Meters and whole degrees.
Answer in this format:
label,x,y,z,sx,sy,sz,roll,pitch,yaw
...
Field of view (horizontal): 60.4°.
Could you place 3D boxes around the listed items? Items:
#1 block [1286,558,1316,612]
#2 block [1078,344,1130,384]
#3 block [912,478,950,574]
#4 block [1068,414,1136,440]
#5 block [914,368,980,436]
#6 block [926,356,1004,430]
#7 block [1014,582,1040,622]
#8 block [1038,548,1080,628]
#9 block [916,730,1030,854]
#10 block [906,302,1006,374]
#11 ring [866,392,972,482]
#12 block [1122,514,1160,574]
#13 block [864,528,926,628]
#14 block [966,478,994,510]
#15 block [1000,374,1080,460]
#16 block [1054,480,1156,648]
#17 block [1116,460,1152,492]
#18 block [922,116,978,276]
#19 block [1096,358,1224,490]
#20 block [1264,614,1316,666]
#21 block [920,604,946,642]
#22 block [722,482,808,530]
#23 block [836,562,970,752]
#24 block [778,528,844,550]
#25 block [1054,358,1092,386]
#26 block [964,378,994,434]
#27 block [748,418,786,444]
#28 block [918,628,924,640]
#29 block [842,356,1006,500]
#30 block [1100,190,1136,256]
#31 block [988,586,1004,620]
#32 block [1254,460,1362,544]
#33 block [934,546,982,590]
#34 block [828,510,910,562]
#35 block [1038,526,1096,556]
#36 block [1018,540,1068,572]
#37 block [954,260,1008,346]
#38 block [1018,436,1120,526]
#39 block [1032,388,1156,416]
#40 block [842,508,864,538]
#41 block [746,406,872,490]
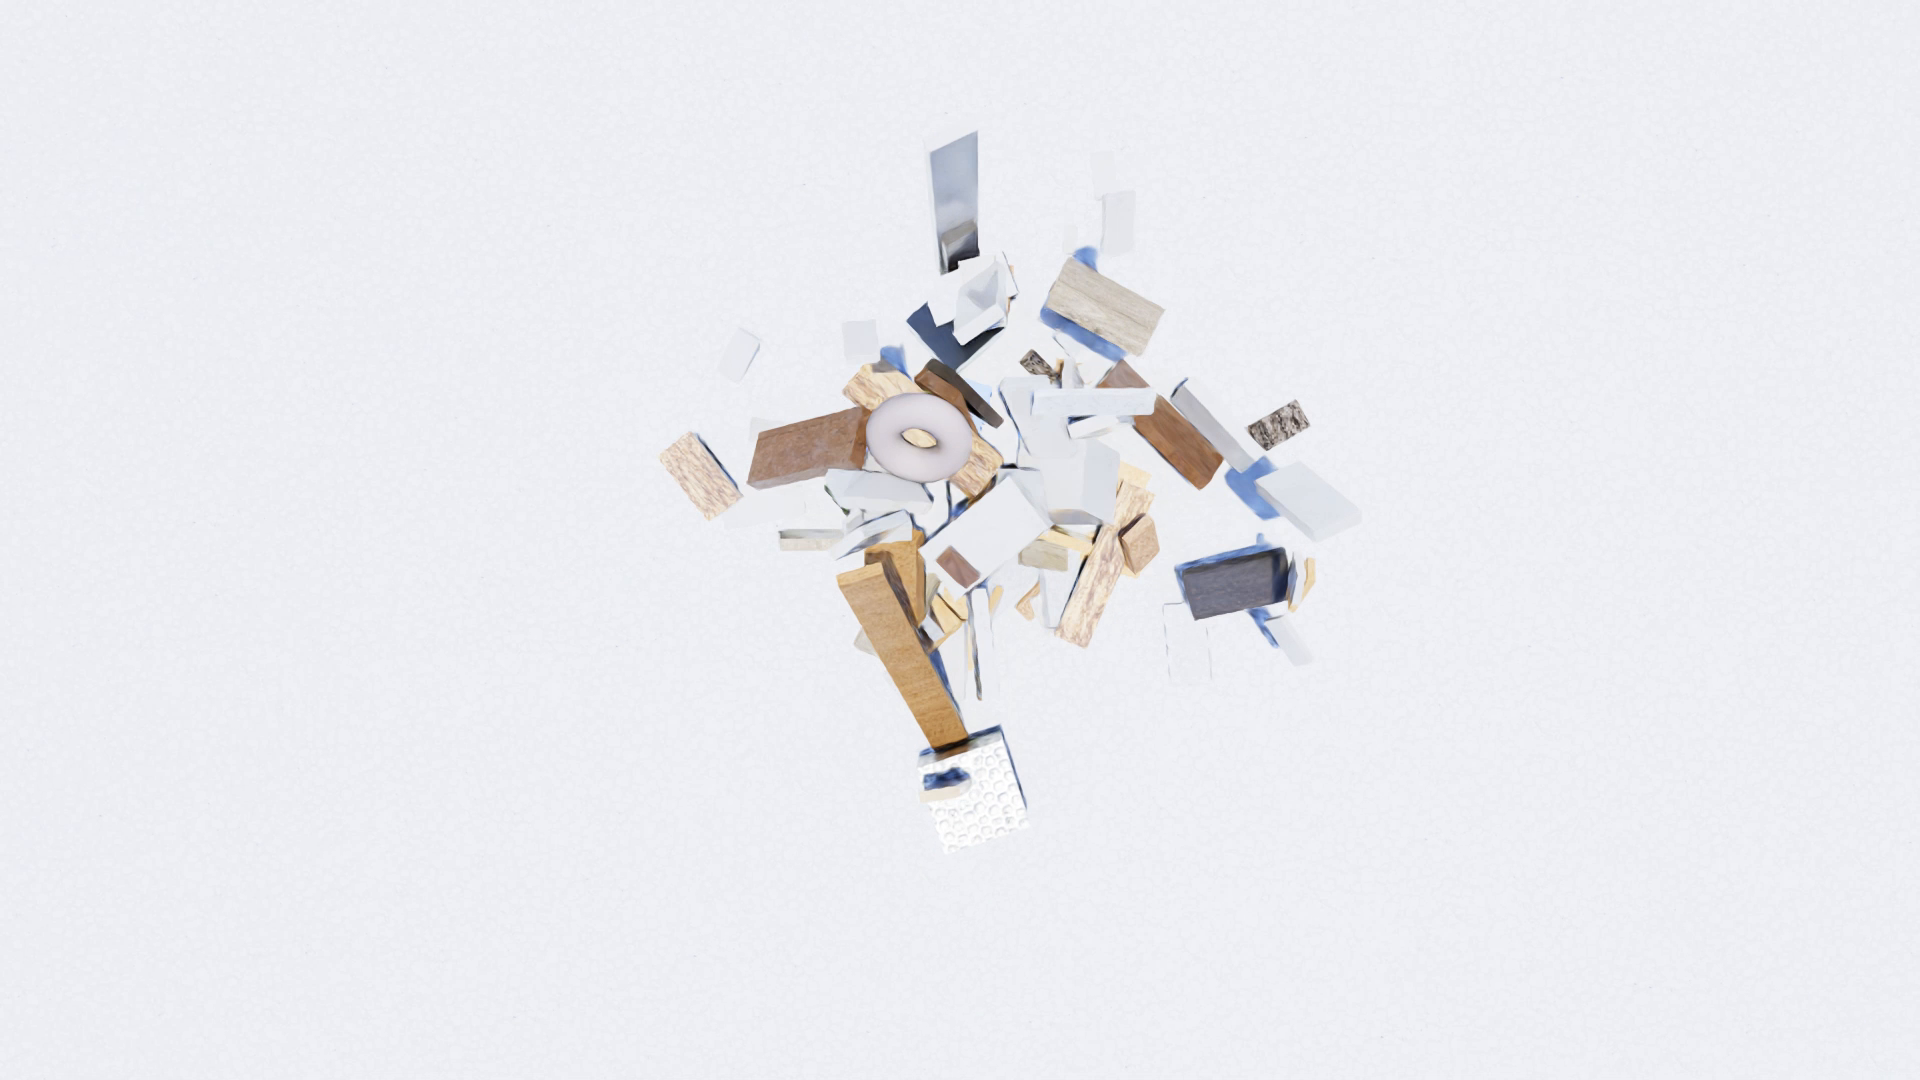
label,x,y,z,sx,sy,sz,roll,pitch,yaw
block,1.036,0.137,5.009,0.024,0.172,0.086,12,53,-6
block,0.474,-0.594,5.476,0.185,0.018,0.064,-34,87,-6
block,-0.119,-0.070,4.997,0.172,0.049,0.345,-6,93,5
block,0.410,-0.330,4.743,0.138,0.337,0.039,-18,89,14
block,-0.019,-0.361,5.115,0.050,0.356,0.178,-41,49,-14
block,0.015,-0.455,5.113,0.039,0.276,0.138,-51,45,-2
block,0.254,0.197,5.475,0.141,0.020,0.071,-46,114,0
block,0.331,0.152,5.427,0.133,0.038,0.269,-1,81,-28
block,0.042,0.815,5.357,0.286,0.286,0.286,-18,90,0
block,-0.015,-0.693,5.387,0.226,0.226,0.226,-41,90,0
ring,-0.116,-0.289,4.679,0.308,0.308,0.103,12,46,0
block,0.573,0.016,5.219,0.113,0.225,0.032,-42,63,-10
block,-0.193,0.095,4.873,0.172,0.345,0.049,19,45,20
block,0.068,-0.058,5.012,0.044,0.310,0.155,-7,114,14
block,0.226,-0.346,4.681,0.138,0.039,0.276,0,135,32
block,0.467,0.080,5.319,0.113,0.032,0.548,23,94,-4
block,0.542,-0.182,5.437,0.125,0.125,0.125,24,90,0
block,-0.016,-0.970,4.830,0.138,1.338,0.039,-25,85,-1
block,0.656,-0.380,5.395,0.478,0.169,0.048,44,131,-4
block,1.020,0.311,5.101,0.024,0.086,0.172,-38,97,-26
block,-0.136,0.200,5.218,0.043,0.306,0.153,-28,63,4
block,-0.658,-0.127,5.481,0.274,0.039,0.137,-12,90,0
block,-0.148,0.380,4.920,0.125,1.294,0.035,-17,61,3
block,-0.440,-0.002,5.401,0.300,0.137,0.039,-1,103,-10
block,0.379,-0.561,5.491,0.129,0.018,0.064,13,90,0
block,-0.013,-0.427,5.404,0.194,0.194,0.194,17,90,1
block,-0.610,-0.350,5.464,0.173,0.024,0.086,11,127,0
block,-0.206,0.301,5.191,0.153,0.306,0.043,-21,80,2
block,-0.108,-0.340,4.909,0.504,0.044,0.155,39,70,-3
block,0.401,-0.803,4.181,0.081,0.023,0.163,-13,129,-15
block,0.086,0.242,5.285,0.026,0.092,0.184,25,53,8
block,1.005,-0.112,4.767,0.156,0.312,0.044,-24,127,-12
block,-0.006,0.077,4.586,0.121,0.017,0.061,43,116,-8
block,-0.248,-0.014,4.538,0.125,0.249,0.035,-35,85,30
block,0.383,0.005,5.393,0.266,0.133,0.038,18,100,-4
block,0.271,0.049,5.378,0.173,0.024,0.086,10,77,-26
block,0.063,-0.713,4.928,0.156,0.441,0.044,-34,110,17
block,0.341,-0.188,5.254,0.237,0.237,0.237,0,78,32
block,0.356,-0.368,4.390,0.323,0.081,0.023,-1,55,-2
block,-0.298,-0.033,4.615,0.061,0.122,0.017,-39,65,-21
block,-0.451,-0.271,4.927,0.050,0.466,0.178,30,62,-40
